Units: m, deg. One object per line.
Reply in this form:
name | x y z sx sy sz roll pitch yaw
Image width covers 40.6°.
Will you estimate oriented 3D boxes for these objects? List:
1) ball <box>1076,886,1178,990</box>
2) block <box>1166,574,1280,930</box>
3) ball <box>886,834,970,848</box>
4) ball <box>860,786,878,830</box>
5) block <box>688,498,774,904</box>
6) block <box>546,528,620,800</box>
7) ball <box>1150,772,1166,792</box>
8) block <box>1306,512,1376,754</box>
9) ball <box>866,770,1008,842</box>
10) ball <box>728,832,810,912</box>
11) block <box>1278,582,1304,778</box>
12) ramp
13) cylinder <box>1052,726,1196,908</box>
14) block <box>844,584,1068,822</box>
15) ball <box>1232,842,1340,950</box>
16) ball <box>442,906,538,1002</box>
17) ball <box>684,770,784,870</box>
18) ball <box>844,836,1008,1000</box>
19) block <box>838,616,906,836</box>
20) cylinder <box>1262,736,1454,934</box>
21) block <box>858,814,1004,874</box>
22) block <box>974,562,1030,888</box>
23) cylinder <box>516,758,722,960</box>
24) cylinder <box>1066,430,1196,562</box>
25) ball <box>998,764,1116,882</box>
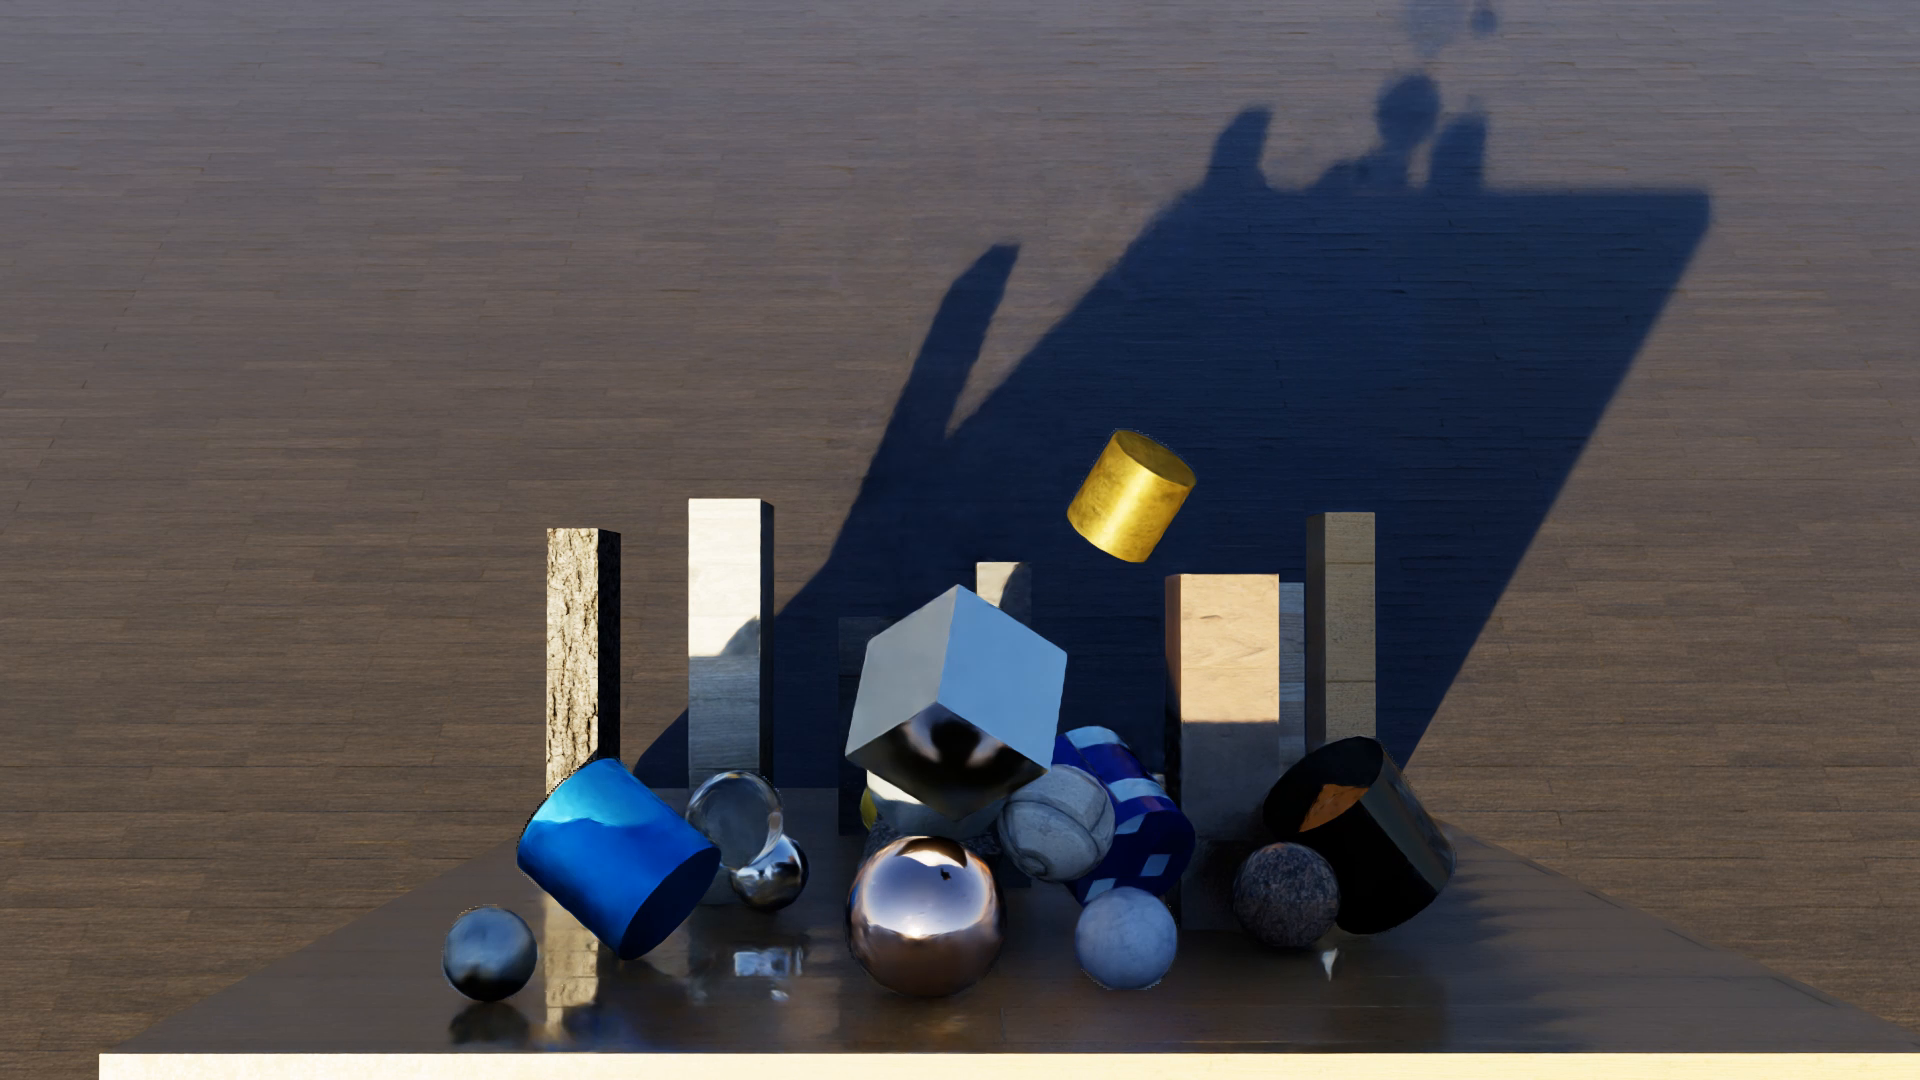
ball | 0.209 0.499 3.251 0.129 0.129 0.129 0 34 0
block | 0.401 0.318 4.003 0.145 0.528 0.293 0 -1 0
ball | -0.046 0.491 3.682 0.165 0.165 0.165 0 34 0
ball | -0.134 0.542 5.270 0.140 0.140 0.140 0 34 0
block | -0.379 0.264 4.330 0.114 0.652 0.314 0 -1 0
block | -0.826 0.302 5.711 0.108 0.643 0.372 0 -1 0
ball | 0.366 0.509 4.688 0.178 0.178 0.178 0 34 0
block | 0.826 0.283 5.642 0.105 0.676 0.301 0 -1 0
ball | -0.029 0.322 3.610 0.203 0.203 0.203 0 34 0
ball | -0.301 0.521 4.083 0.126 0.126 0.126 0 34 0
block | 0.522 0.336 4.569 0.134 0.519 0.257 0 -1 0
ramp | 0.075 0.651 4.787 2.000 0.100 4.000 0 -1 0
cylinder | 0.210 0.417 3.848 0.201 0.201 0.201 -16 41 -22
block | -0.003 0.206 3.247 0.182 0.182 0.182 33 46 -25
ball | 0.455 0.497 3.622 0.152 0.152 0.152 0 34 0
ball | -0.573 0.504 3.161 0.114 0.114 0.114 0 34 0
ball | -0.344 0.428 3.966 0.151 0.151 0.151 0 34 0
ball | -0.042 0.462 3.182 0.199 0.199 0.199 0 34 0
block | -0.181 0.392 5.565 0.143 0.454 0.336 0 -1 0
cylinder | 0.583 0.432 3.800 0.204 0.204 0.204 -32 20 13
block | -0.046 0.480 3.882 0.141 0.141 0.141 1 35 -30
block | 0.074 0.319 4.617 0.092 0.554 0.427 0 -1 0
cylinder | -0.463 0.433 3.525 0.195 0.195 0.195 38 46 17
cylinder | 0.196 -0.050 2.977 0.109 0.109 0.109 27 21 -11
ball | 0.136 0.399 3.658 0.167 0.167 0.167 0 34 0
